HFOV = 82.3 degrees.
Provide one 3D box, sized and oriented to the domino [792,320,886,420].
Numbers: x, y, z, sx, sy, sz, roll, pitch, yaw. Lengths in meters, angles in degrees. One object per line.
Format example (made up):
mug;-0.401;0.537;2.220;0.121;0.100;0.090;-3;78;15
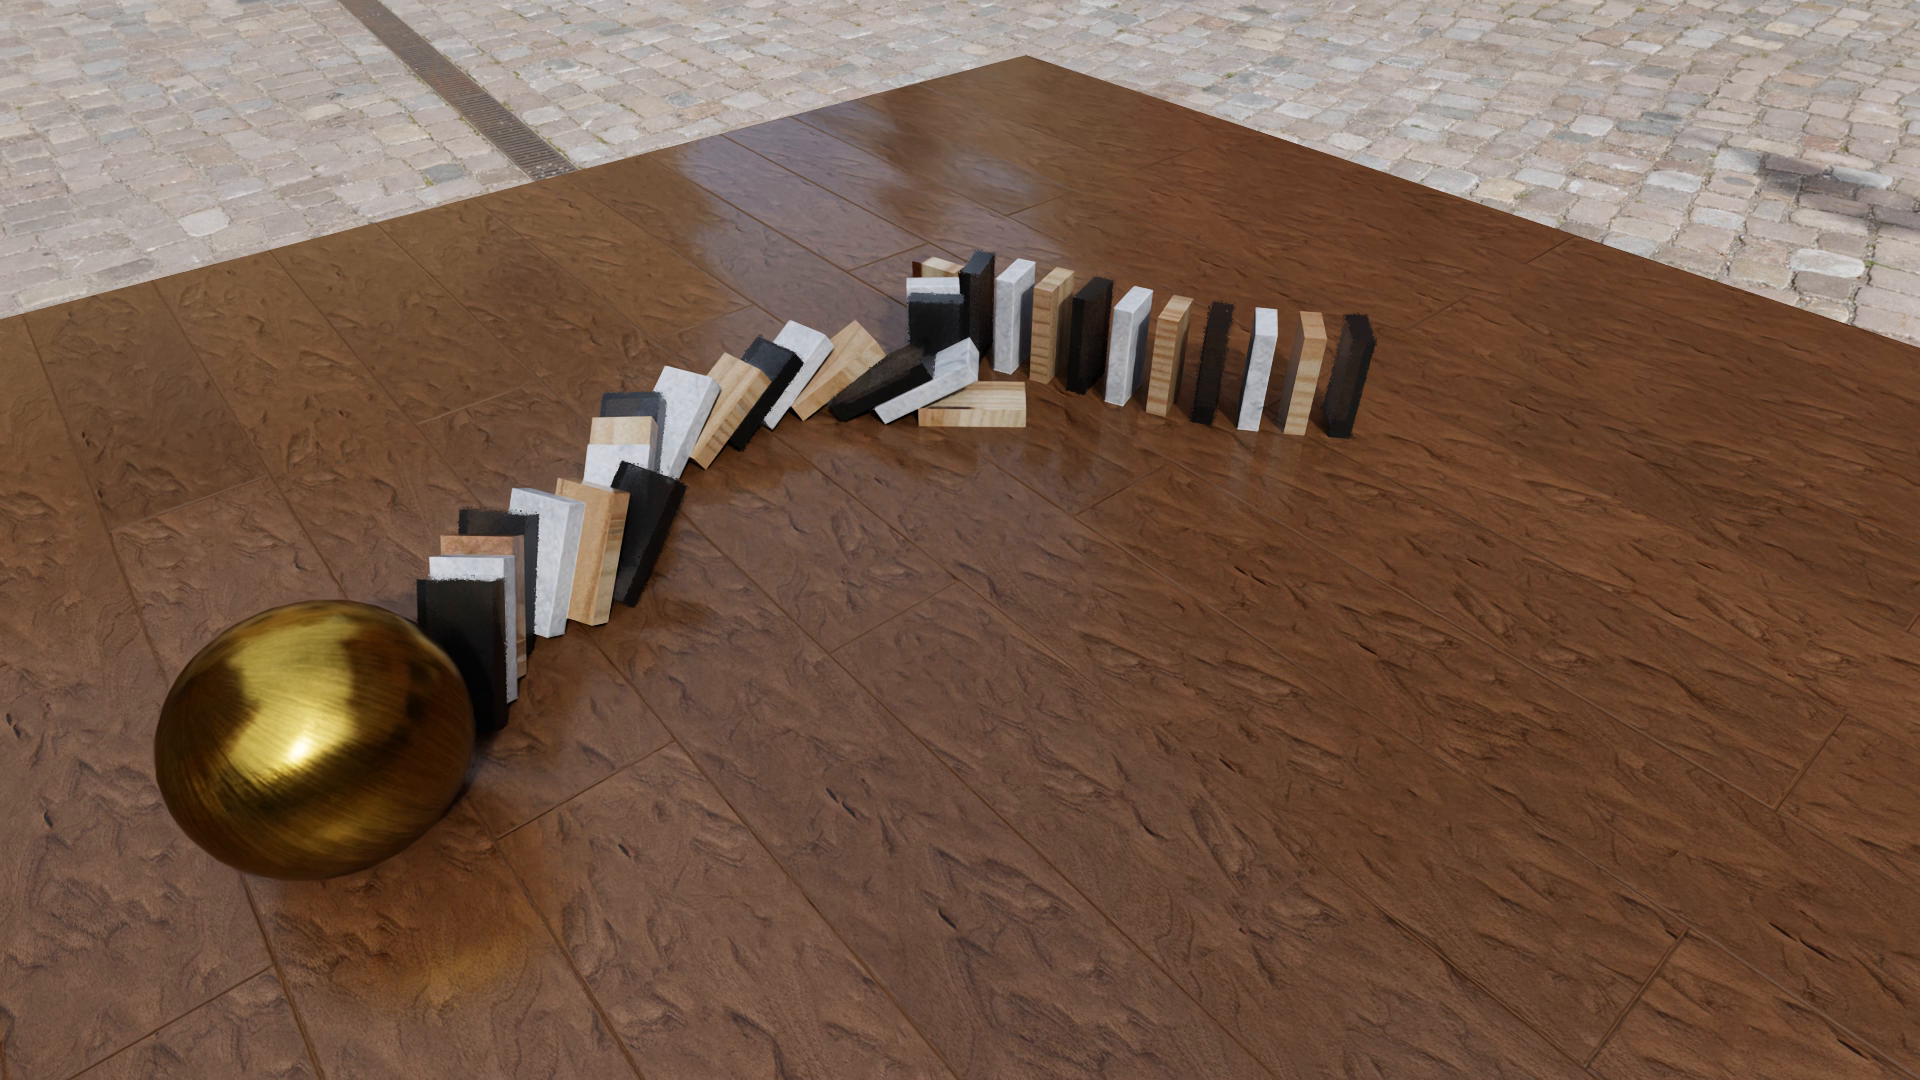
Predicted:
domino;-0.062;-0.081;0.525;0.050;0.010;0.025;-39;47;-2

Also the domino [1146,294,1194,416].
domino;0.098;-0.086;0.517;0.010;0.050;0.025;17;42;19

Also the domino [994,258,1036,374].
domino;0.027;-0.111;0.547;0.009;0.050;0.025;18;43;21

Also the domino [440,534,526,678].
domino;-0.167;0.023;0.386;0.025;0.050;0.010;1;5;1

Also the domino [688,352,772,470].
domino;-0.110;-0.059;0.496;0.025;0.010;0.050;28;77;30

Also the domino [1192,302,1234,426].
domino;0.117;-0.082;0.511;0.009;0.050;0.025;11;41;13

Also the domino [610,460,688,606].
domino;-0.127;-0.003;0.422;0.025;0.009;0.050;20;82;15

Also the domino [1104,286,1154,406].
domino;0.080;-0.092;0.524;0.010;0.050;0.025;19;43;22

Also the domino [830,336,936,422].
domino;-0.036;-0.076;0.517;0.050;0.009;0.025;-22;34;21

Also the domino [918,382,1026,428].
domino;0.006;-0.065;0.523;0.050;0.010;0.025;1;39;1

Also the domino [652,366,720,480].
domino;-0.128;-0.050;0.485;0.025;0.010;0.050;16;75;19

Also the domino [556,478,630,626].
domino;-0.140;0.004;0.409;0.025;0.050;0.010;14;8;17

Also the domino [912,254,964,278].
domino;-0.011;-0.116;0.553;0.025;0.050;0.009;24;45;26

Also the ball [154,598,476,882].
ball;-0.184;0.057;0.318;0.080;0.080;0.080;0;39;0

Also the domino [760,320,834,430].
domino;-0.084;-0.078;0.519;0.025;0.010;0.050;27;77;33

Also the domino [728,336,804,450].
domino;-0.097;-0.068;0.507;0.025;0.010;0.050;27;76;31

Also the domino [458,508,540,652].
domino;-0.167;0.015;0.396;0.025;0.050;0.010;5;5;7

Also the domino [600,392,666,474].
domino;-0.142;-0.039;0.471;0.025;0.010;0.050;-1;70;2

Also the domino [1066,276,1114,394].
domino;0.063;-0.098;0.532;0.010;0.050;0.025;20;43;23

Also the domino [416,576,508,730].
domino;-0.166;0.038;0.368;0.025;0.050;0.009;1;5;1

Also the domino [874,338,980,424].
domino;-0.015;-0.075;0.515;0.050;0.010;0.025;-23;35;20

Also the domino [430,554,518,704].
domino;-0.166;0.030;0.377;0.025;0.050;0.009;1;5;1

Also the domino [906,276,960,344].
domino;-0.013;-0.103;0.537;0.025;0.050;0.010;-1;39;-1

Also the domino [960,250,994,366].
domino;0.009;-0.116;0.553;0.010;0.050;0.025;12;41;14

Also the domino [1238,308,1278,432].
domino;0.137;-0.078;0.507;0.009;0.050;0.025;8;40;9

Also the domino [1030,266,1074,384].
domino;0.045;-0.105;0.540;0.010;0.050;0.025;20;43;22

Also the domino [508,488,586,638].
domino;-0.155;0.008;0.404;0.025;0.050;0.009;14;8;17

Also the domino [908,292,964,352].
domino;-0.011;-0.092;0.524;0.025;0.050;0.009;3;39;3

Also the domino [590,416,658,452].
domino;-0.141;-0.026;0.456;0.025;0.010;0.050;-1;70;1

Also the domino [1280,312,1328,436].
domino;0.157;-0.076;0.504;0.009;0.050;0.025;5;40;7

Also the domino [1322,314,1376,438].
domino;0.177;-0.074;0.502;0.009;0.050;0.025;5;40;6

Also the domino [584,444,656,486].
domino;-0.138;-0.014;0.441;0.025;0.009;0.050;0;70;0
